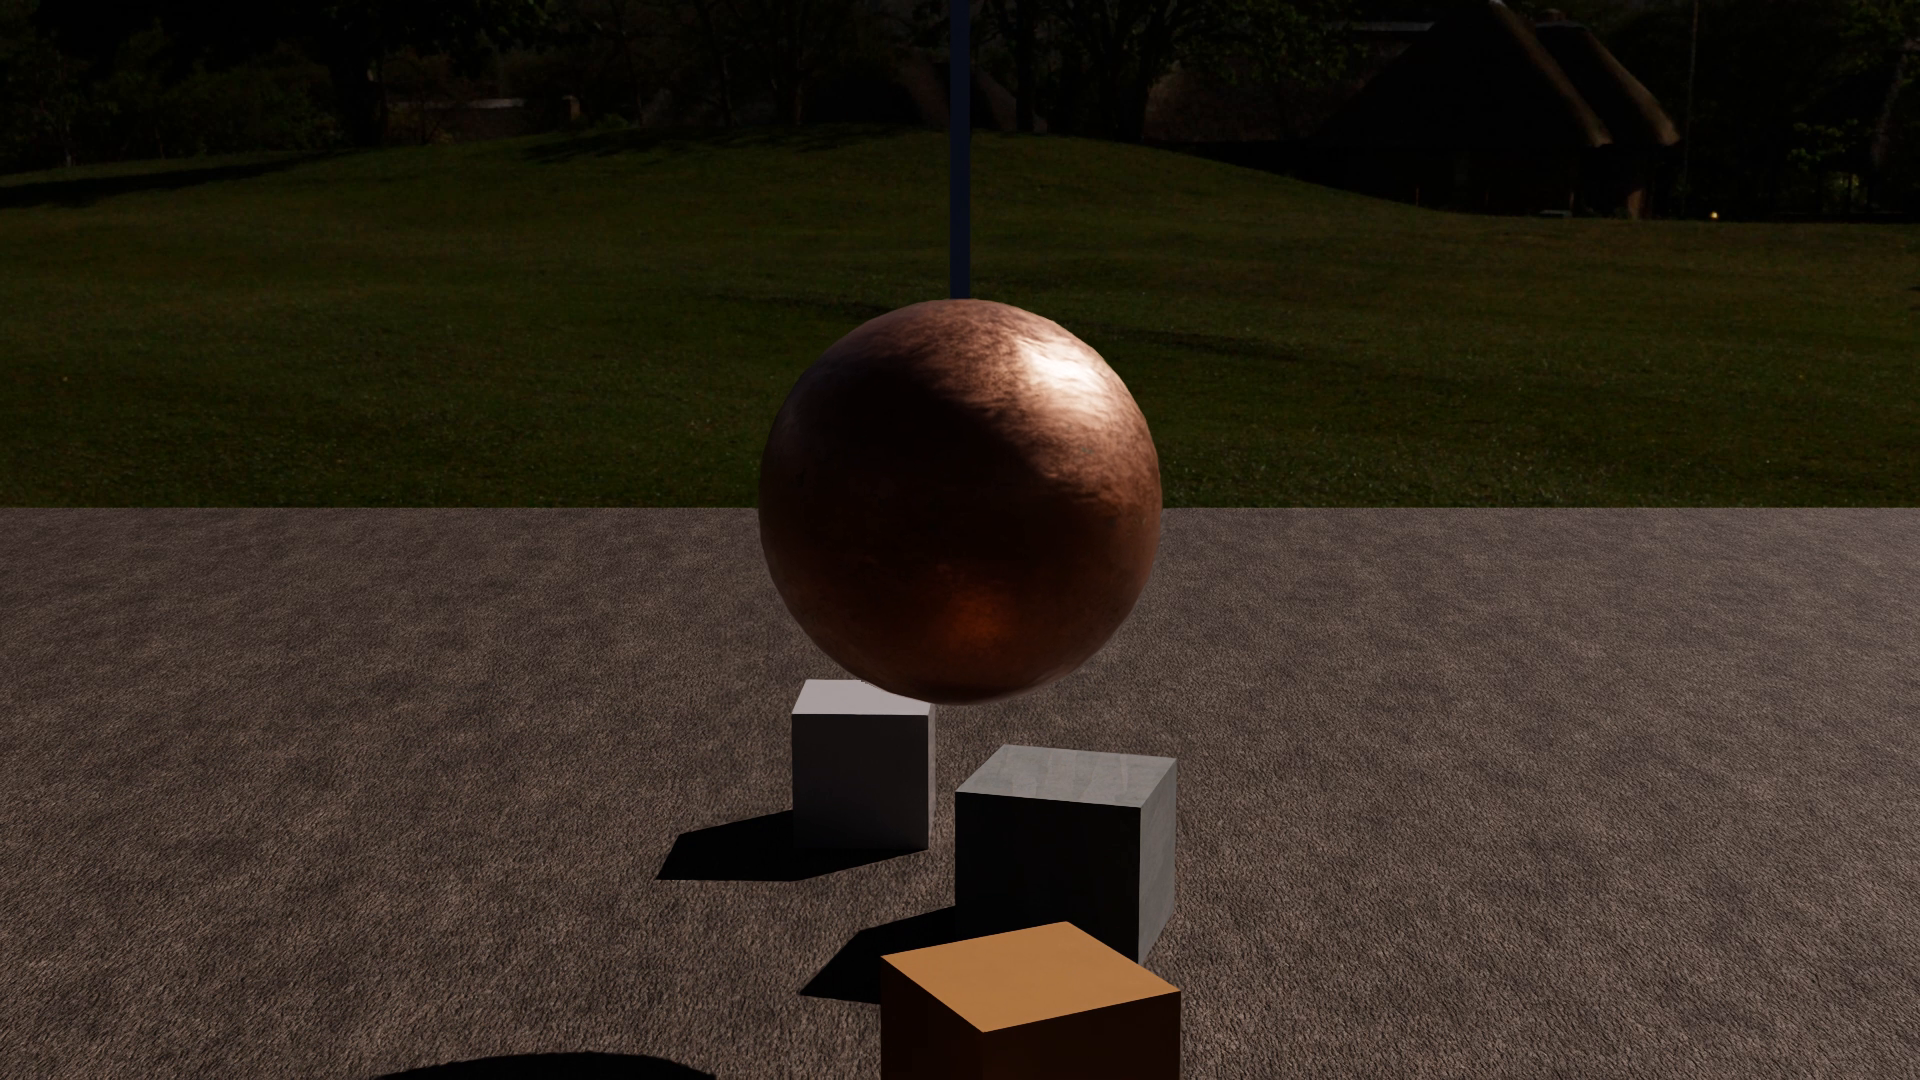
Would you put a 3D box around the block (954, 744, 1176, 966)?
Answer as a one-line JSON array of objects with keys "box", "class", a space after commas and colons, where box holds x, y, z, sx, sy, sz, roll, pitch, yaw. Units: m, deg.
[{"box": [0.484, 1.399, 9.842, 0.820, 0.726, 0.787, 3, 11, 16], "class": "block"}]

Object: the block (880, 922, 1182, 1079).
[{"box": [0.229, 1.823, 7.505, 0.746, 0.728, 0.746, -5, 12, -27], "class": "block"}]

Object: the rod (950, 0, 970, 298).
[{"box": [0.000, -3.456, 9.485, 0.080, 5.200, 0.080, 0, -14, 0], "class": "rod"}]

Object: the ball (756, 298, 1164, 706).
[{"box": [0.000, -0.150, 8.690, 1.600, 1.600, 1.600, 0, 10, 0], "class": "ball"}]

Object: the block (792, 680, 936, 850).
[{"box": [-0.484, 1.145, 11.327, 0.681, 0.695, 0.705, 0, 10, 2], "class": "block"}]
